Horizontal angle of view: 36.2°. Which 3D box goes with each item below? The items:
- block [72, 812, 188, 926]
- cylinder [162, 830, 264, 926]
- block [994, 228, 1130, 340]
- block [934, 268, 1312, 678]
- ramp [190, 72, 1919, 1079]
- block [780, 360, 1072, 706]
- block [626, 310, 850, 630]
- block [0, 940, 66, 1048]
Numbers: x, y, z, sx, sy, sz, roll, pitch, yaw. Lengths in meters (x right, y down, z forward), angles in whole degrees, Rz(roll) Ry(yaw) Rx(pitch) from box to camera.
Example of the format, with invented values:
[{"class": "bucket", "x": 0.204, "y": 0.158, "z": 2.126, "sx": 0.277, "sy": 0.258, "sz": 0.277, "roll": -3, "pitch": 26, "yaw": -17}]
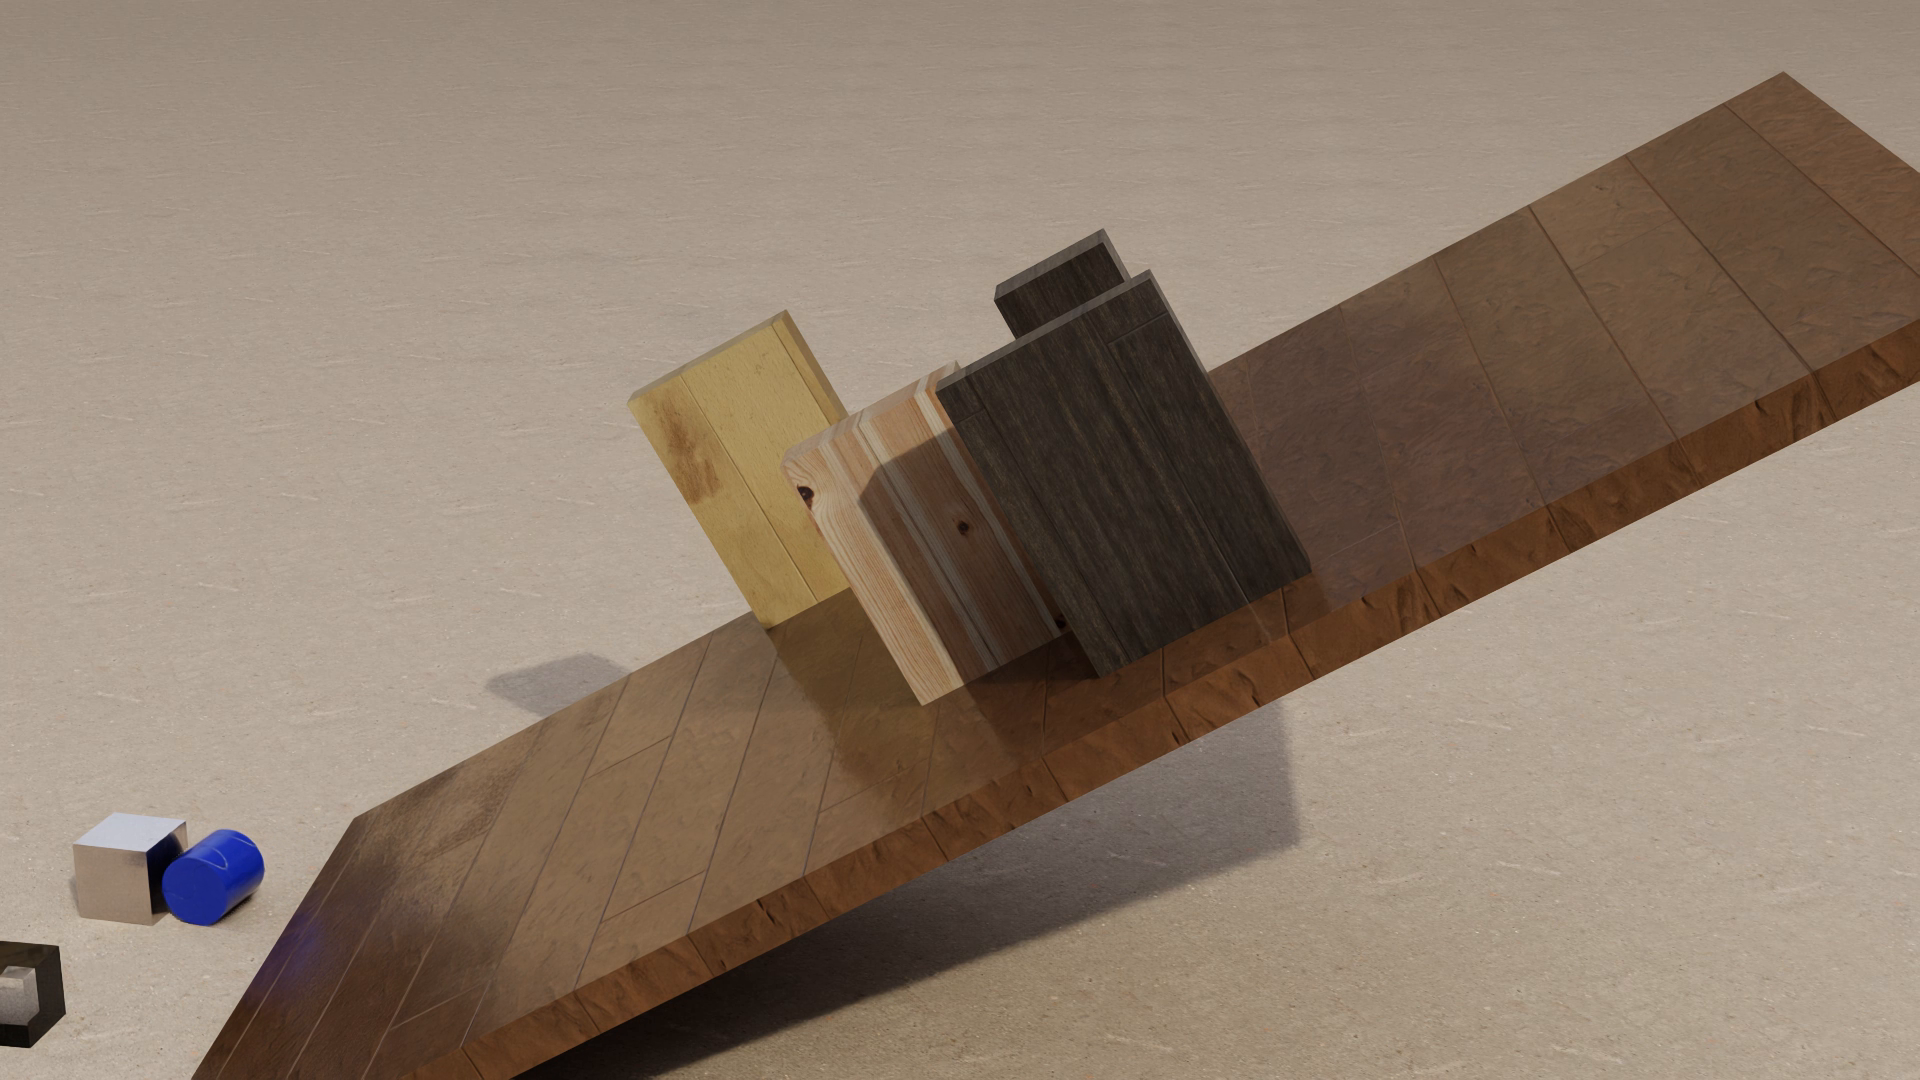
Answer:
[{"class": "block", "x": -2.048, "y": 0.814, "z": 7.285, "sx": 0.199, "sy": 0.199, "sz": 0.199, "roll": 5, "pitch": 19, "yaw": 14}, {"class": "cylinder", "x": -1.842, "y": 0.832, "z": 7.260, "sx": 0.180, "sy": 0.180, "sz": 0.180, "roll": 6, "pitch": 19, "yaw": 16}, {"class": "block", "x": 0.326, "y": -0.364, "z": 6.402, "sx": 0.266, "sy": 0.550, "sz": 0.144, "roll": -27, "pitch": 14, "yaw": 11}, {"class": "block", "x": 0.304, "y": -0.117, "z": 5.437, "sx": 0.445, "sy": 0.631, "sz": 0.081, "roll": -27, "pitch": 14, "yaw": 11}, {"class": "ramp", "x": 0.142, "y": 0.167, "z": 6.283, "sx": 4.000, "sy": 0.100, "sz": 2.000, "roll": -27, "pitch": 14, "yaw": 11}, {"class": "block", "x": -0.042, "y": -0.012, "z": 5.894, "sx": 0.393, "sy": 0.571, "sz": 0.128, "roll": -27, "pitch": 14, "yaw": 11}, {"class": "block", "x": -0.442, "y": -0.164, "z": 7.055, "sx": 0.429, "sy": 0.649, "sz": 0.103, "roll": -27, "pitch": 14, "yaw": 11}, {"class": "block", "x": -2.156, "y": 1.028, "z": 6.670, "sx": 0.172, "sy": 0.172, "sz": 0.172, "roll": 3, "pitch": 18, "yaw": 10}]
